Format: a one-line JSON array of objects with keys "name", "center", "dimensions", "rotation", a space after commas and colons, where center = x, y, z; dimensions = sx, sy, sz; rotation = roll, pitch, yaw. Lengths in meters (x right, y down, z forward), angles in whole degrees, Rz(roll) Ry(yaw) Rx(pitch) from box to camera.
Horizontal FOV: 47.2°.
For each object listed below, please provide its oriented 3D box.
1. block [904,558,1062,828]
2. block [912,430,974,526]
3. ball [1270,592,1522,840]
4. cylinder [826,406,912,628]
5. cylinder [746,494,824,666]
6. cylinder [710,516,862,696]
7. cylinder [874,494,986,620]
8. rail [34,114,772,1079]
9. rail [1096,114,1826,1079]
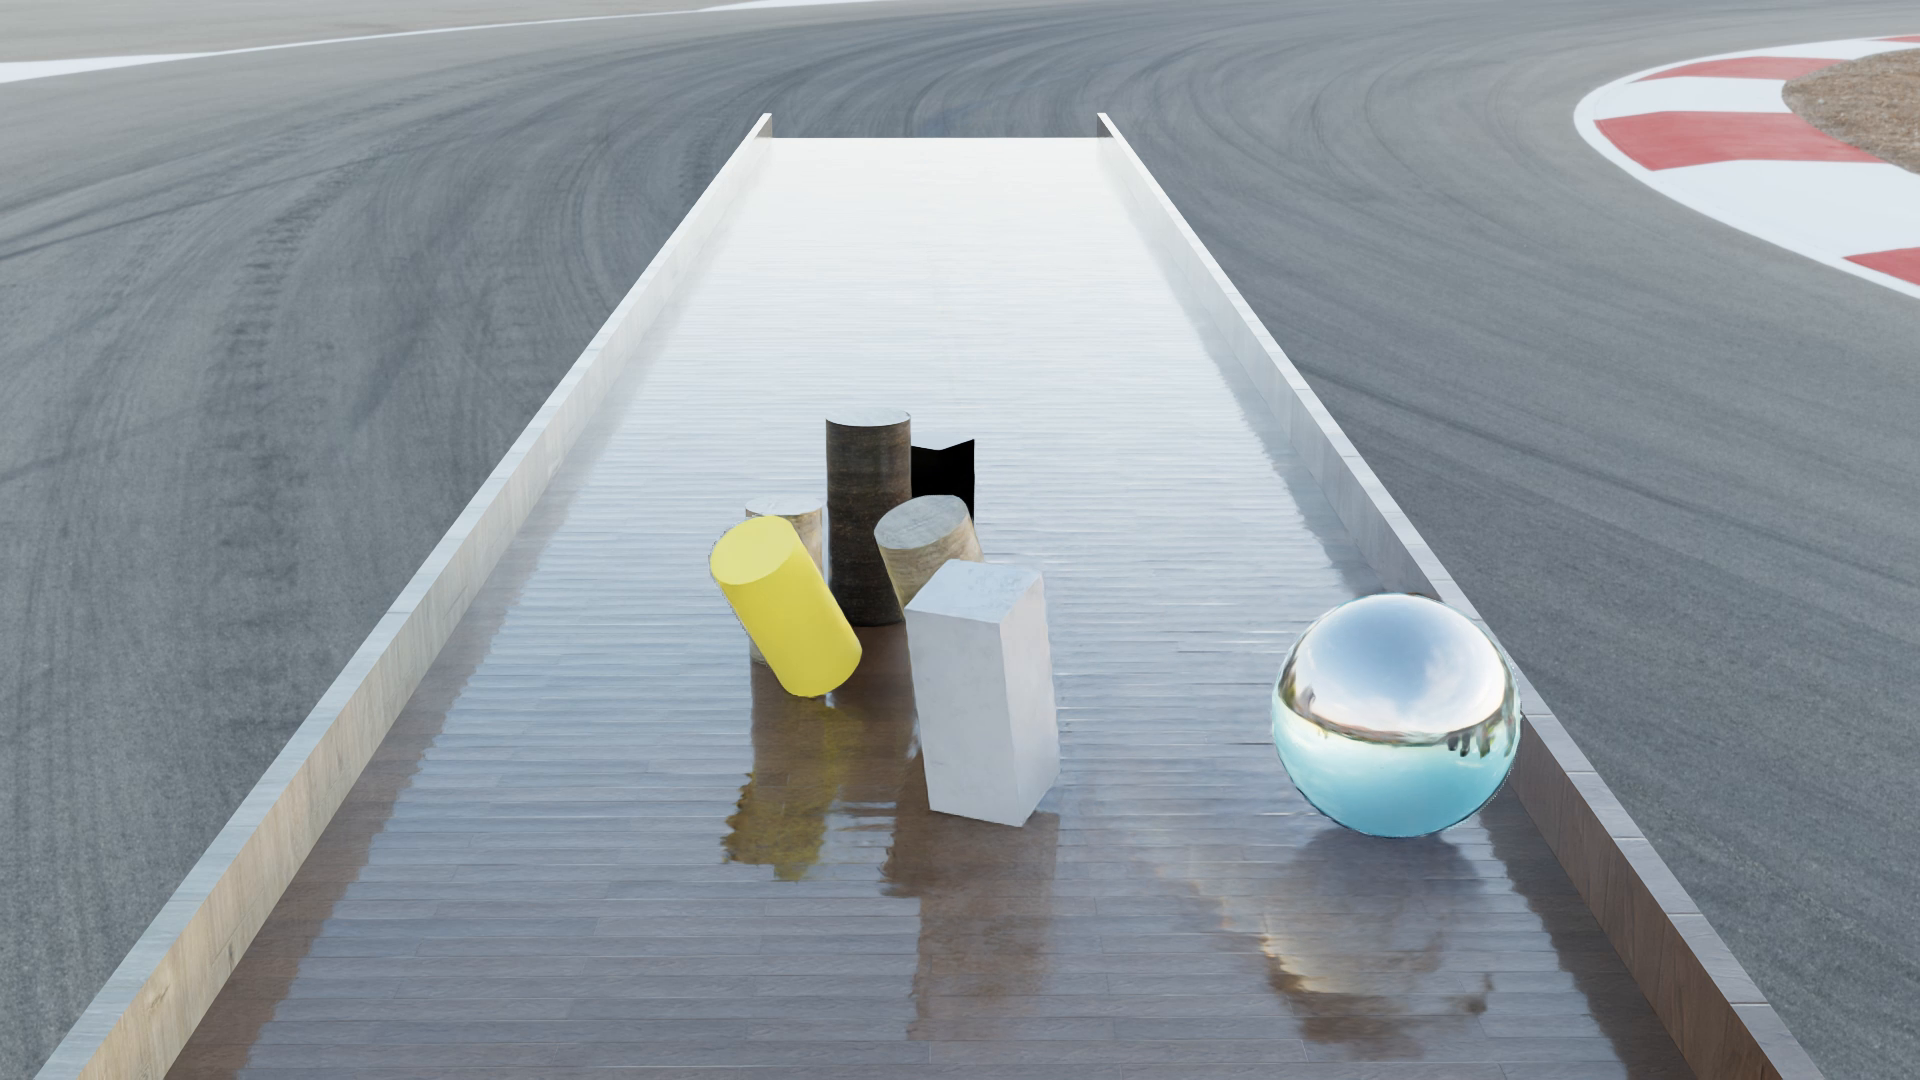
[{"name": "block", "center": [0.042, 0.253, 3.636], "dimensions": [0.168, 0.395, 0.168], "rotation": [8, 32, 25]}, {"name": "block", "center": [-0.060, -0.067, 4.893], "dimensions": [0.132, 0.319, 0.132], "rotation": [12, 20, 34]}, {"name": "ball", "center": [0.706, 0.284, 3.571], "dimensions": [0.399, 0.399, 0.399], "rotation": [0, 17, 0]}, {"name": "cylinder", "center": [-0.191, -0.050, 4.634], "dimensions": [0.178, 0.433, 0.178], "rotation": [0, 17, 0]}, {"name": "cylinder", "center": [-0.350, 0.080, 4.408], "dimensions": [0.152, 0.313, 0.152], "rotation": [0, 17, 0]}, {"name": "cylinder", "center": [-0.326, 0.127, 4.157], "dimensions": [0.172, 0.326, 0.172], "rotation": [-15, 43, 14]}, {"name": "cylinder", "center": [-0.021, 0.115, 4.126], "dimensions": [0.178, 0.367, 0.178], "rotation": [-14, 31, 8]}, {"name": "rail", "center": [-1.118, -0.838, 7.780], "dimensions": [0.050, 0.150, 12.000], "rotation": [0, 17, -1]}, {"name": "rail", "center": [0.932, -0.844, 7.801], "dimensions": [0.050, 0.150, 12.000], "rotation": [0, 17, -1]}]
